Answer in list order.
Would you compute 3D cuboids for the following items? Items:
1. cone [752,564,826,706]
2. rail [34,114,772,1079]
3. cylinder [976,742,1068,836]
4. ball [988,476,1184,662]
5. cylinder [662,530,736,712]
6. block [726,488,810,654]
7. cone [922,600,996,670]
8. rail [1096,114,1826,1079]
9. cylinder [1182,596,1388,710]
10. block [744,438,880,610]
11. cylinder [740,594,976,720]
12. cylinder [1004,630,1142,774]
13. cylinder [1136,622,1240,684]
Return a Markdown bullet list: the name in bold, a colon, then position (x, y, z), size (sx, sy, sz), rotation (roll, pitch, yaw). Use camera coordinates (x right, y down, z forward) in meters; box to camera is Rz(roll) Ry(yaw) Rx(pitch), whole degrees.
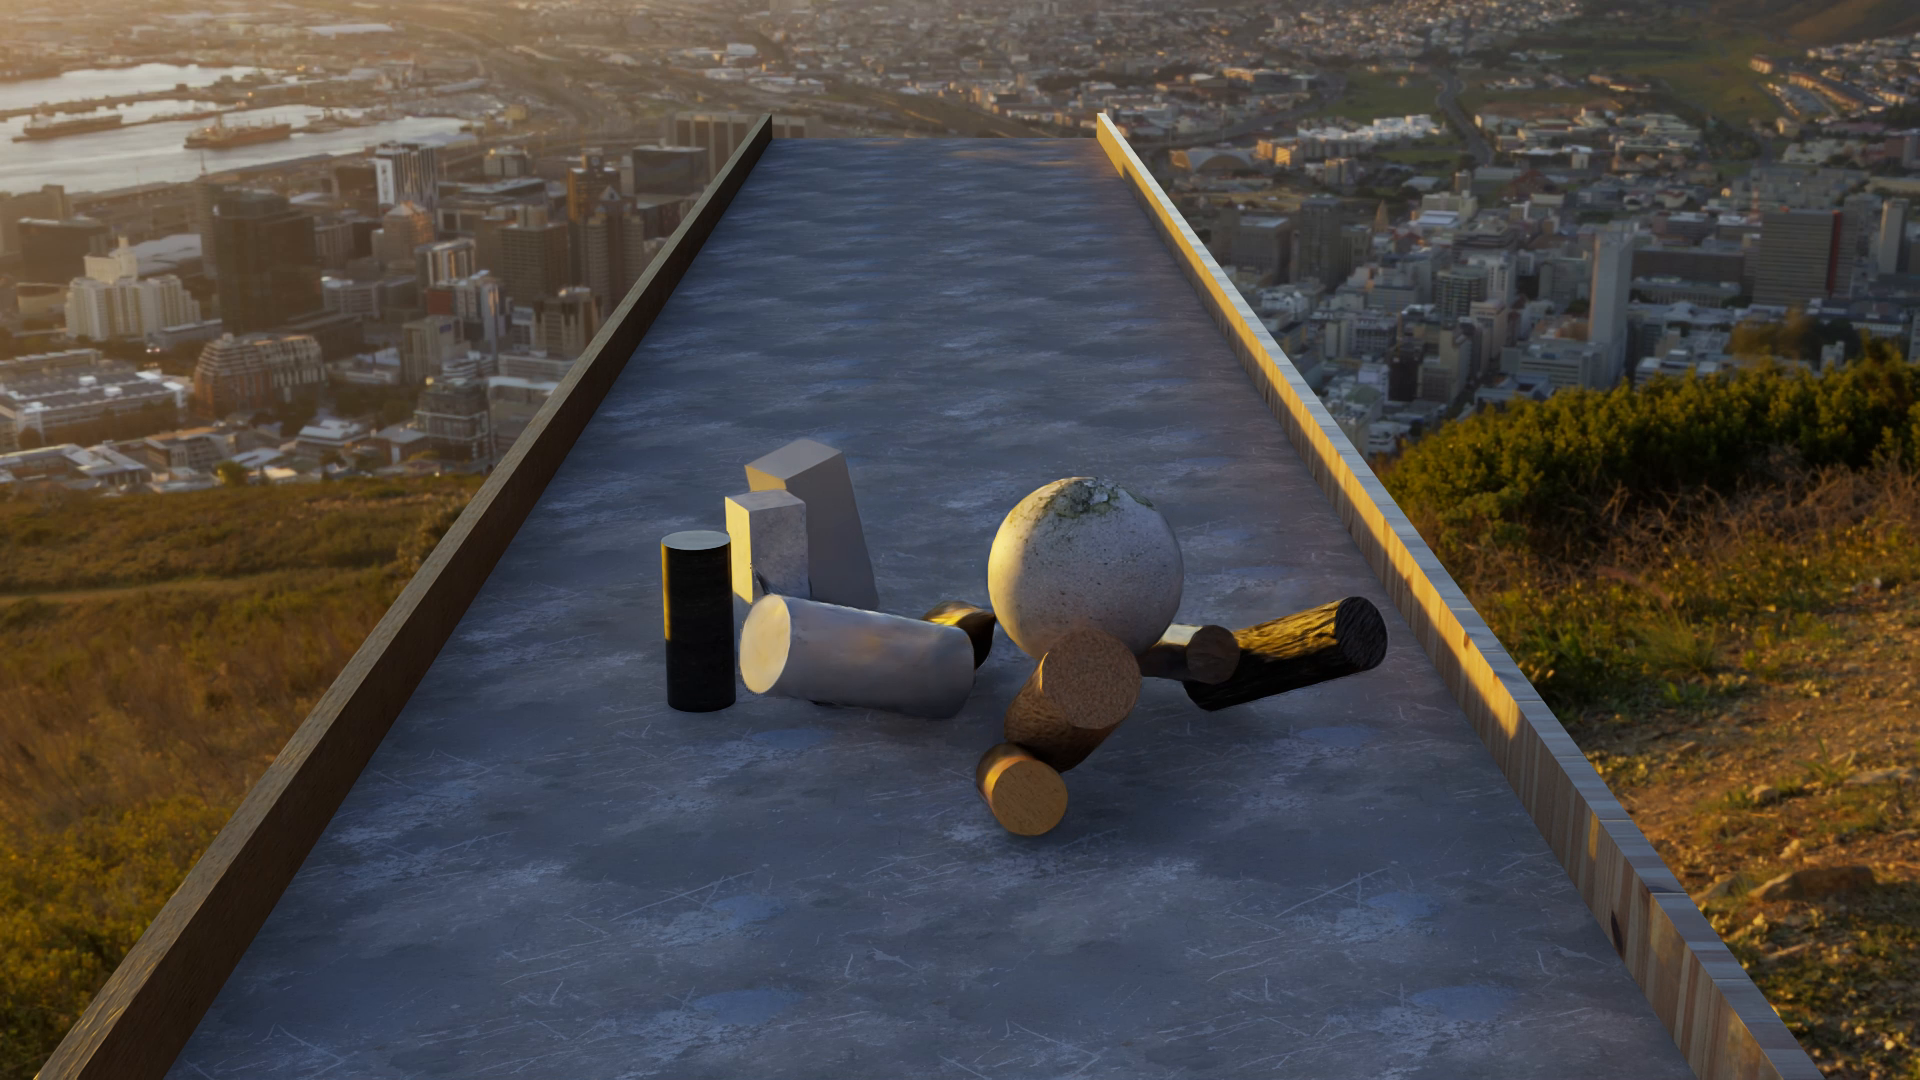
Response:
- **cone**: position (-0.309, 0.159, 4.116), size (0.113, 0.317, 0.113), rotation (-23, 32, 15)
- **rail**: position (-1.118, -0.838, 7.780), size (0.050, 0.150, 12.000), rotation (0, 17, -1)
- **cylinder**: position (0.096, 0.397, 3.535), size (0.117, 0.117, 0.320), rotation (-1, 0, -4)
- **ball**: position (0.217, 0.060, 3.807), size (0.340, 0.340, 0.340), rotation (0, 17, 0)
- **cylinder**: position (-0.493, 0.153, 4.152), size (0.130, 0.320, 0.130), rotation (0, 17, 0)
- **block**: position (-0.383, 0.074, 4.409), size (0.122, 0.322, 0.122), rotation (-10, 19, -26)
- **cone**: position (0.028, 0.165, 4.174), size (0.150, 0.150, 0.347), rotation (-4, -8, -13)
- **rail**: position (0.932, -0.844, 7.801), size (0.050, 0.150, 12.000), rotation (0, 17, -1)
- **cylinder**: position (0.584, 0.210, 3.998), size (0.132, 0.132, 0.398), rotation (-14, -5, -40)
- **block**: position (-0.306, -0.009, 4.585), size (0.150, 0.357, 0.150), rotation (-28, 29, -30)
- **cylinder**: position (-0.184, 0.215, 3.990), size (0.393, 0.177, 0.177), rotation (12, 8, -34)
- **cylinder**: position (0.181, 0.274, 3.654), size (0.161, 0.161, 0.401), rotation (-3, -16, -8)
- **cylinder**: position (0.380, 0.203, 4.047), size (0.104, 0.104, 0.397), rotation (-6, 1, -19)
